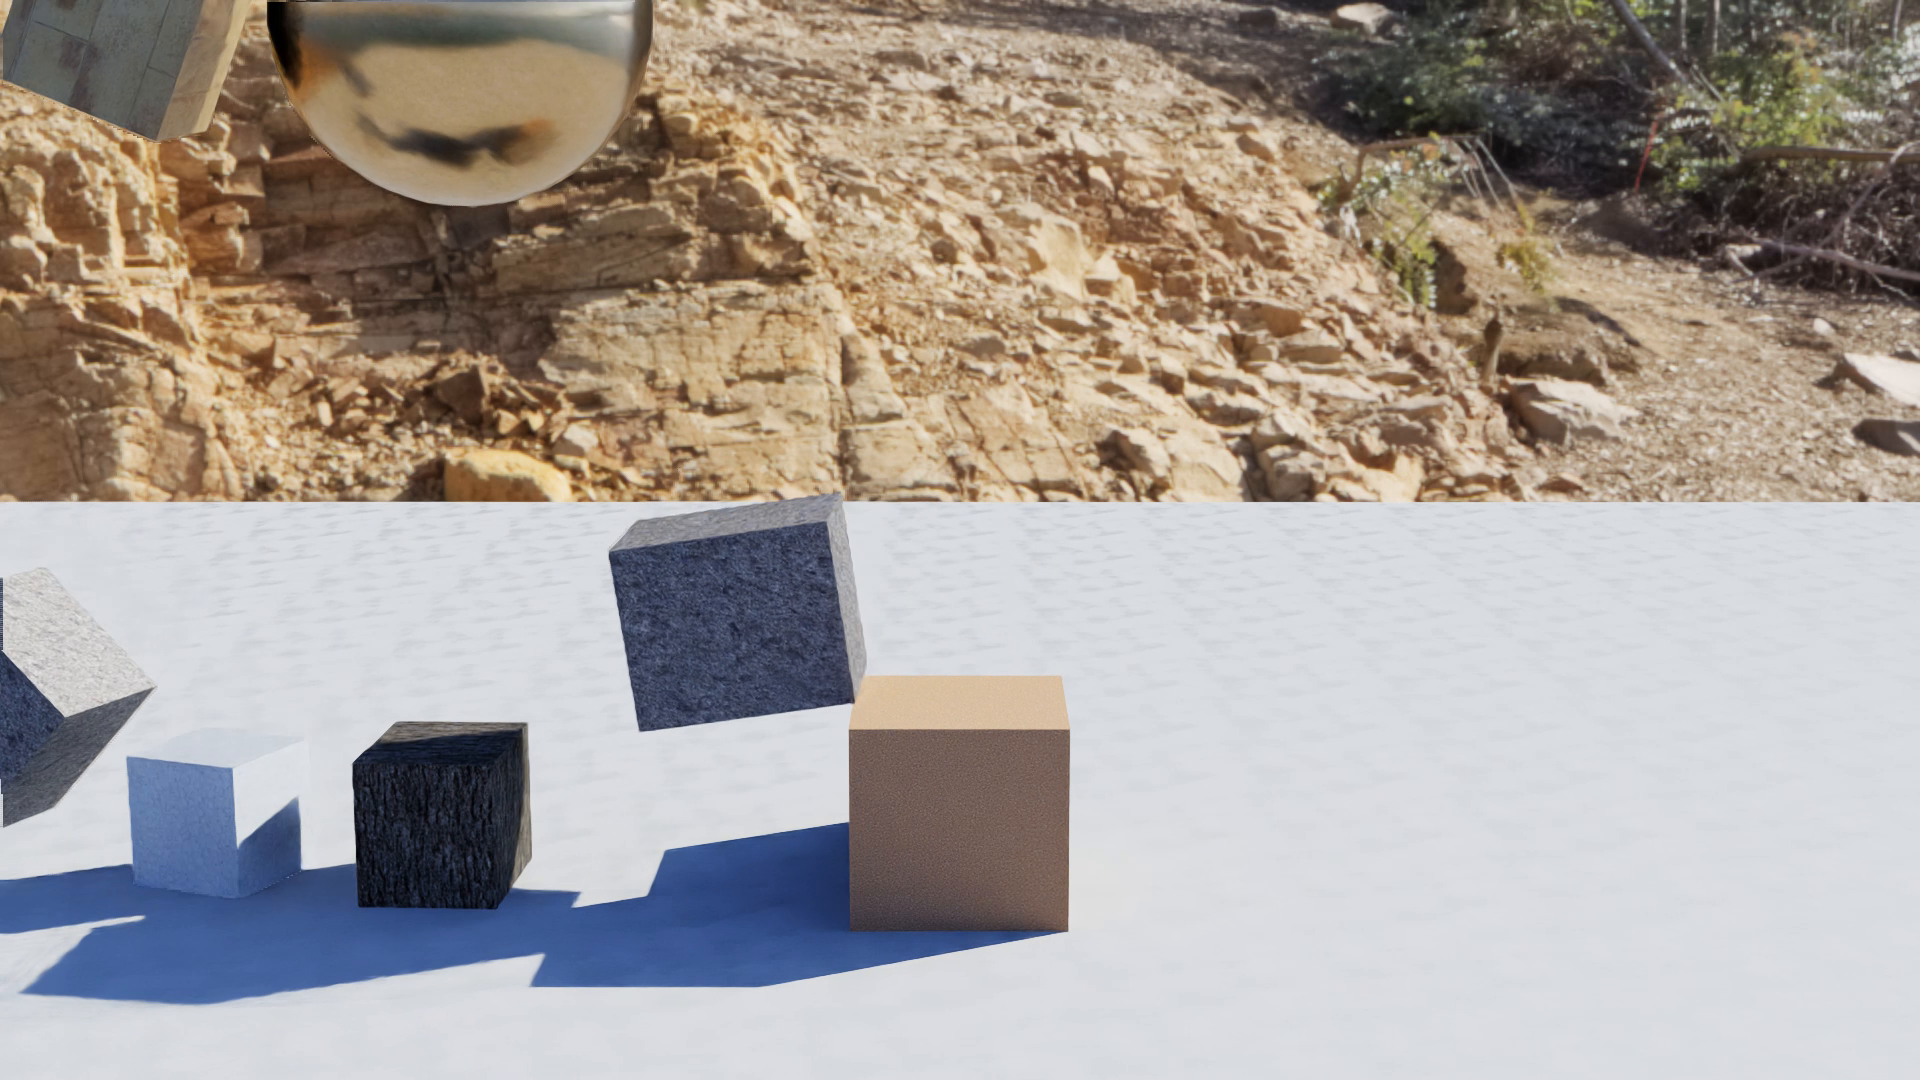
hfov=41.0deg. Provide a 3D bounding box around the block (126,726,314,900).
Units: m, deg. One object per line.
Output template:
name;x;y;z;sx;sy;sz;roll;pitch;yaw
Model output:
block;-3.258;1.198;11.334;0.555;0.586;0.542;4;11;21

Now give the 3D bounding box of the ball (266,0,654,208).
ball;-2.090;-2.206;10.779;1.600;1.600;1.600;0;10;0

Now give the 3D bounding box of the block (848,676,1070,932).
block;-0.002;1.113;11.030;0.907;0.863;0.953;0;10;0

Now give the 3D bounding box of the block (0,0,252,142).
block;-3.497;-2.227;10.839;0.720;0.816;0.757;22;11;-5

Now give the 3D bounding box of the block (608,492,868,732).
block;-0.950;0.303;11.226;0.933;0.793;0.790;-8;10;3

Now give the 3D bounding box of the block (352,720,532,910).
block;-2.254;1.193;11.236;0.595;0.632;0.727;0;10;3

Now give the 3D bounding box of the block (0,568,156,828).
block;-4.298;0.733;11.511;0.767;0.836;0.710;45;16;5
